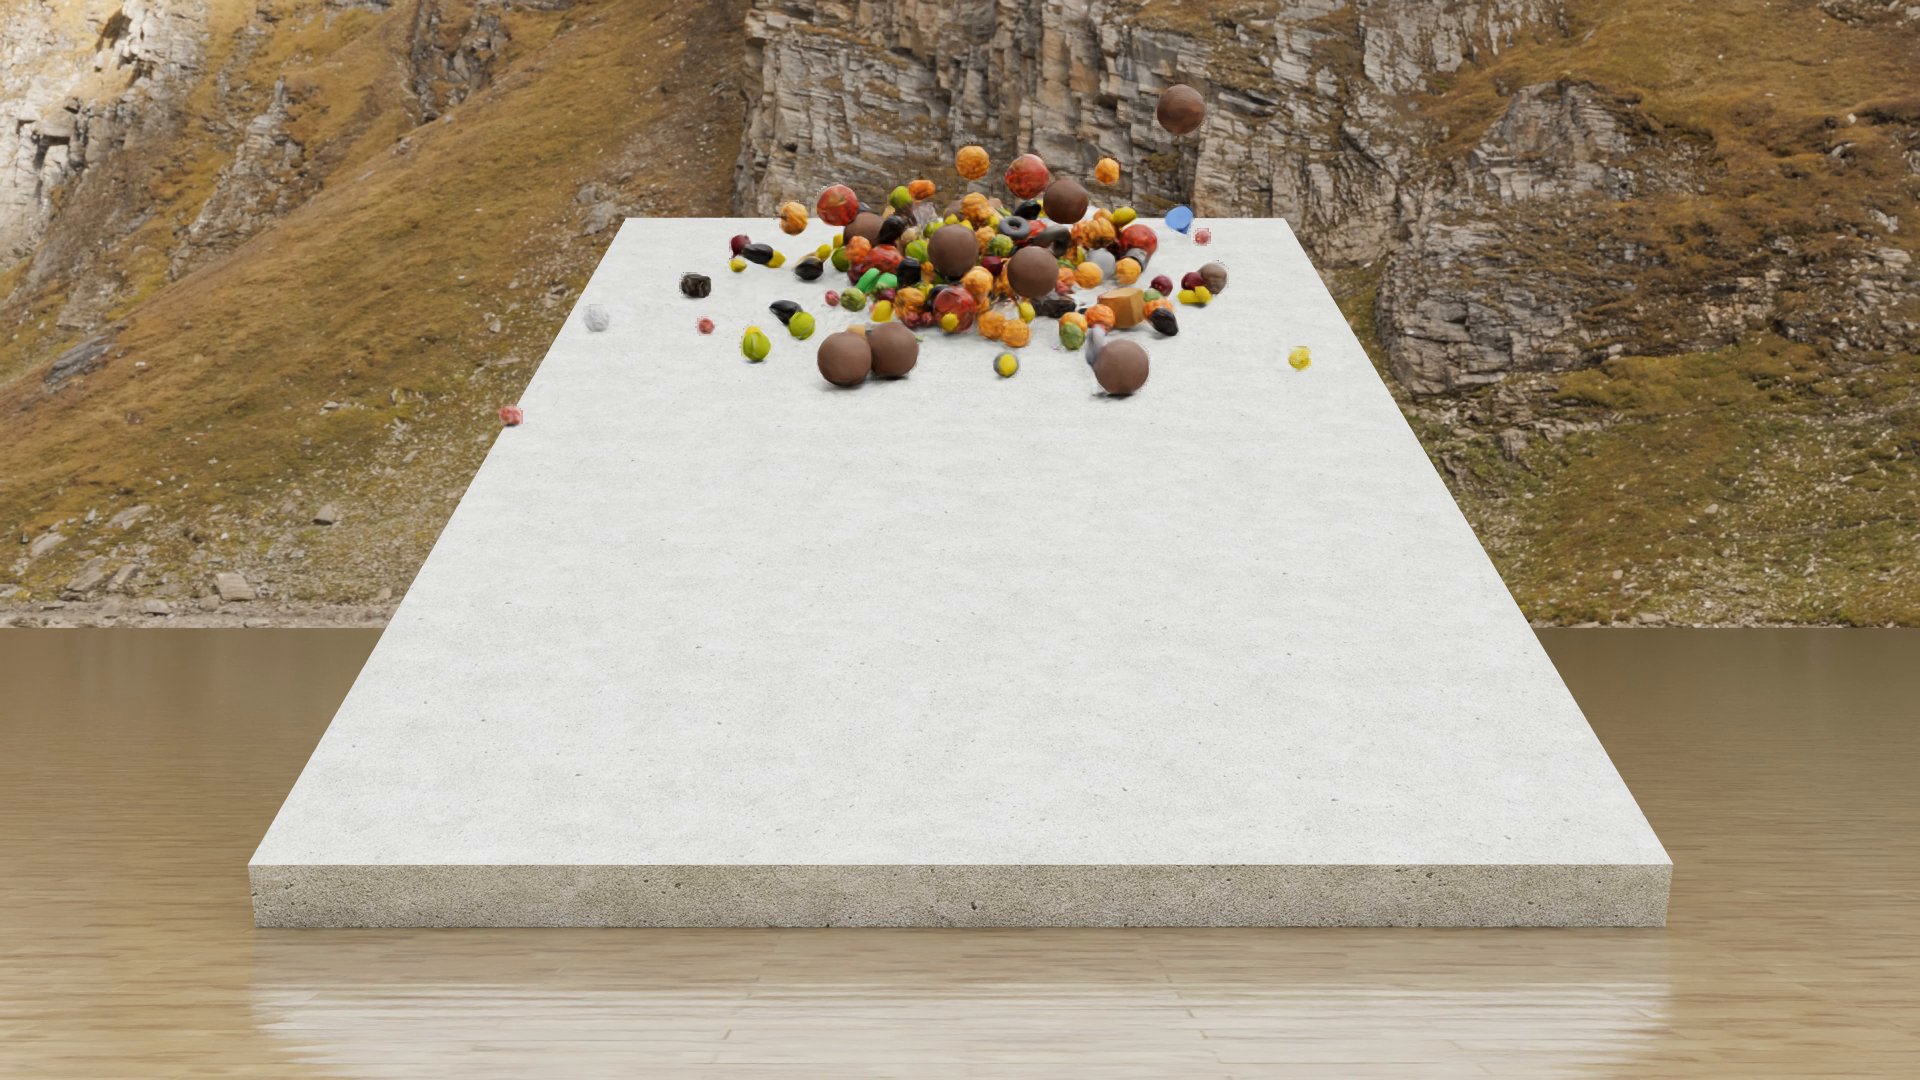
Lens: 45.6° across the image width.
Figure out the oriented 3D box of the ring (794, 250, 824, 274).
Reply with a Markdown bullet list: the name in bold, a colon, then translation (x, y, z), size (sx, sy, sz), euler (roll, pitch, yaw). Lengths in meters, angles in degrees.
- **ring**: translation (-0.415, -0.764, 6.290), size (0.094, 0.031, 0.094), euler (-25, 25, 12)

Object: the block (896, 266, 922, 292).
- **block**: translation (-0.137, -0.697, 6.091), size (0.052, 0.052, 0.052), euler (-1, -17, 16)

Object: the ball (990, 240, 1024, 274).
- **ball**: translation (0.130, -0.780, 6.293), size (0.090, 0.090, 0.090), euler (0, -2, 0)

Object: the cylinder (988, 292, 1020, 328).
- **cylinder**: translation (0.112, -0.582, 5.789), size (0.076, 0.076, 0.076), euler (0, 18, 5)

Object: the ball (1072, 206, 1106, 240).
- **ball**: translation (0.377, -0.925, 6.661), size (0.098, 0.098, 0.098), euler (0, -2, 0)

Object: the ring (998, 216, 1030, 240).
- **ring**: translation (0.147, -0.849, 6.213), size (0.091, 0.091, 0.030), euler (0, -43, -8)

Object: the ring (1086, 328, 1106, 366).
- **ring**: translation (0.323, -0.462, 5.449), size (0.031, 0.094, 0.094), euler (7, -3, -10)

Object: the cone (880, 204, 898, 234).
- **cone**: translation (-0.177, -0.935, 6.763), size (0.091, 0.091, 0.091), euler (20, -12, -28)

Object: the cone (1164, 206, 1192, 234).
- **cone**: translation (0.653, -0.920, 6.694), size (0.083, 0.083, 0.083), euler (-1, -30, 23)

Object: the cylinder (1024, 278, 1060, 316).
- **cylinder**: translation (0.206, -0.606, 5.683), size (0.069, 0.069, 0.069), euler (-20, -23, -9)

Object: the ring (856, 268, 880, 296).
- **ring**: translation (-0.239, -0.668, 5.904), size (0.028, 0.083, 0.083), euler (38, 4, 8)

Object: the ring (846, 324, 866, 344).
- **ring**: translation (-0.222, -0.504, 5.602), size (0.117, 0.039, 0.117), euler (11, 12, -2)

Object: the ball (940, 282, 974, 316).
- **ball**: translation (-0.008, -0.622, 5.878), size (0.084, 0.084, 0.084), euler (0, -2, 0)

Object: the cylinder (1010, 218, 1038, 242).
- **cylinder**: translation (0.184, -0.886, 6.575), size (0.076, 0.076, 0.076), euler (-3, -2, 10)

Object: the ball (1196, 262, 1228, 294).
- **ball**: translation (0.672, -0.698, 6.088), size (0.086, 0.086, 0.086), euler (0, -2, 0)

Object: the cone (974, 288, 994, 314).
- **cone**: translation (0.077, -0.617, 5.945), size (0.065, 0.065, 0.065), euler (-1, -4, 26)

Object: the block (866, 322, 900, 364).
- **block**: translation (-0.186, -0.476, 5.507), size (0.084, 0.084, 0.084), euler (-1, 21, -2)

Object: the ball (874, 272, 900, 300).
- **ball**: translation (-0.191, -0.671, 6.037), size (0.070, 0.070, 0.070), euler (0, -2, 0)

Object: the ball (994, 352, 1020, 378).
- **ball**: translation (0.109, -0.415, 5.381), size (0.062, 0.062, 0.062), euler (0, -2, 0)

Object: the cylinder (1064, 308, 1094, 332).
- **cylinder**: translation (0.300, -0.557, 5.765), size (0.053, 0.053, 0.053), euler (-2, 14, 44)

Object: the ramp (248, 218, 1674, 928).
- **ramp**: translation (-0.006, -0.215, 5.086), size (2.000, 0.100, 4.000), euler (0, 21, 0)

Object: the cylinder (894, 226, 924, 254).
- **cylinder**: translation (-0.139, -0.815, 6.214), size (0.063, 0.063, 0.063), euler (-16, -5, 9)

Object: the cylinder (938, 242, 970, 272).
- **cylinder**: translation (-0.016, -0.765, 6.179), size (0.060, 0.060, 0.060), euler (-33, 14, 9)

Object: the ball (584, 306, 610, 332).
- **ball**: translation (-0.913, -0.555, 5.737), size (0.066, 0.066, 0.066), euler (0, -2, 0)

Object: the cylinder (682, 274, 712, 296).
- **cylinder**: translation (-0.700, -0.676, 6.064), size (0.057, 0.057, 0.057), euler (-2, -3, 34)

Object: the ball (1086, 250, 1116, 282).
- **ball**: translation (0.381, -0.743, 6.177), size (0.085, 0.085, 0.085), euler (0, -2, 0)

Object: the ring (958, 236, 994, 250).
- **ring**: translation (0.047, -0.853, 6.543), size (0.102, 0.034, 0.102), euler (-4, 7, 1)

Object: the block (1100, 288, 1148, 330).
- **block**: translation (0.416, -0.587, 5.780), size (0.080, 0.080, 0.080), euler (-2, 20, 29)

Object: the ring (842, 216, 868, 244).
- **ring**: translation (-0.302, -0.891, 6.568), size (0.029, 0.087, 0.087), euler (32, 19, 38)

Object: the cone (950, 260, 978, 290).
- **cone**: translation (0.003, -0.711, 6.046), size (0.077, 0.077, 0.077), euler (-8, -27, -4)

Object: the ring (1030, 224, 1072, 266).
- **ring**: translation (0.245, -0.800, 6.186), size (0.129, 0.043, 0.129), euler (-29, -29, -18)

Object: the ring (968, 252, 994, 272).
- **ring**: translation (0.058, -0.767, 6.300), size (0.079, 0.026, 0.079), euler (35, 7, -5)

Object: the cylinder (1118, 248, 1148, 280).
- **cylinder**: translation (0.475, -0.758, 6.258), size (0.070, 0.070, 0.070), euler (-1, 25, 21)

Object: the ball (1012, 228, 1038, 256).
- **ball**: translation (0.186, -0.850, 6.488), size (0.081, 0.081, 0.081), euler (0, -2, 0)

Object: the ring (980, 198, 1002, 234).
- **ring**: translation (0.091, -0.950, 6.704), size (0.037, 0.111, 0.111), euler (19, 4, 18)

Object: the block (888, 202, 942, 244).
- **block**: translation (-0.128, -0.899, 6.493), size (0.094, 0.094, 0.094), euler (-8, -16, -48)
